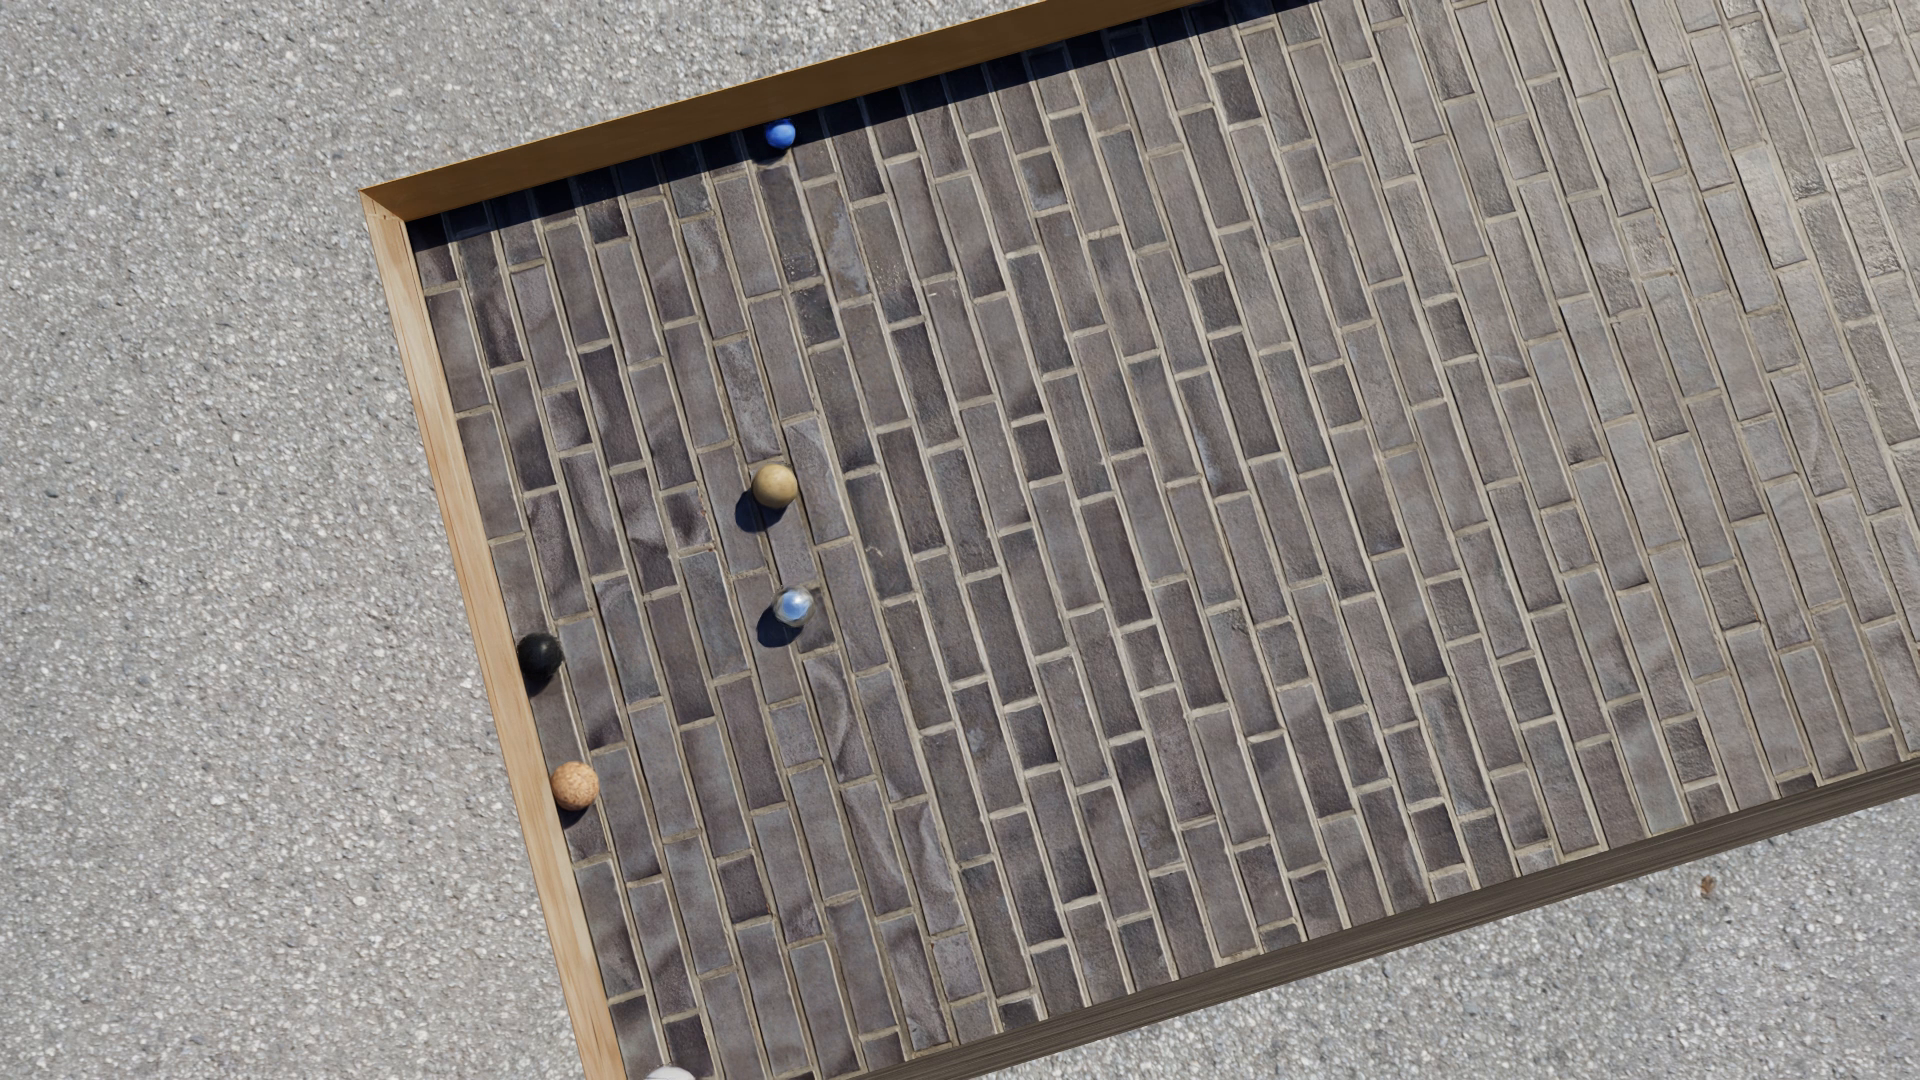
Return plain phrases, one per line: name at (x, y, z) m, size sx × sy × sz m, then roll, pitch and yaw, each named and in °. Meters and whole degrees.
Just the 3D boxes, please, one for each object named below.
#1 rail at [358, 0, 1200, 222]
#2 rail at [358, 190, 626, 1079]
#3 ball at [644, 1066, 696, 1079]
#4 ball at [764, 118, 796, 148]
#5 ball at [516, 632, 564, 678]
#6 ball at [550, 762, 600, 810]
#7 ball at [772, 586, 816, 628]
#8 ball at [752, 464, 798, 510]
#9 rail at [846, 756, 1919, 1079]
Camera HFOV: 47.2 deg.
rail at (0.487, -0.892, 3.424) m, size 2.884 × 0.118 × 0.045 m, roll -16°, pitch 80°, yaw -3°
rail at (-0.669, 0.188, 3.227) m, size 0.045 × 0.118 × 1.504 m, roll -16°, pitch 80°, yaw -3°
ball at (-0.414, 0.796, 3.132) m, size 0.091 × 0.091 × 0.091 m, roll 0°, pitch 80°, yaw 0°
ball at (-0.279, -0.631, 3.413) m, size 0.048 × 0.048 × 0.048 m, roll 0°, pitch 80°, yaw 0°
ball at (-0.623, 0.170, 3.256) m, size 0.070 × 0.070 × 0.070 m, roll 0°, pitch 80°, yaw 0°
ball at (-0.565, 0.360, 3.220) m, size 0.072 × 0.072 × 0.072 m, roll 0°, pitch 80°, yaw 0°
ball at (-0.247, 0.099, 3.273) m, size 0.063 × 0.063 × 0.063 m, roll 0°, pitch 80°, yaw 0°
ball at (-0.278, -0.080, 3.302) m, size 0.068 × 0.068 × 0.068 m, roll 0°, pitch 80°, yaw 0°
rail at (0.897, 0.483, 3.174) m, size 2.884 × 0.118 × 0.045 m, roll -16°, pitch 80°, yaw -3°
